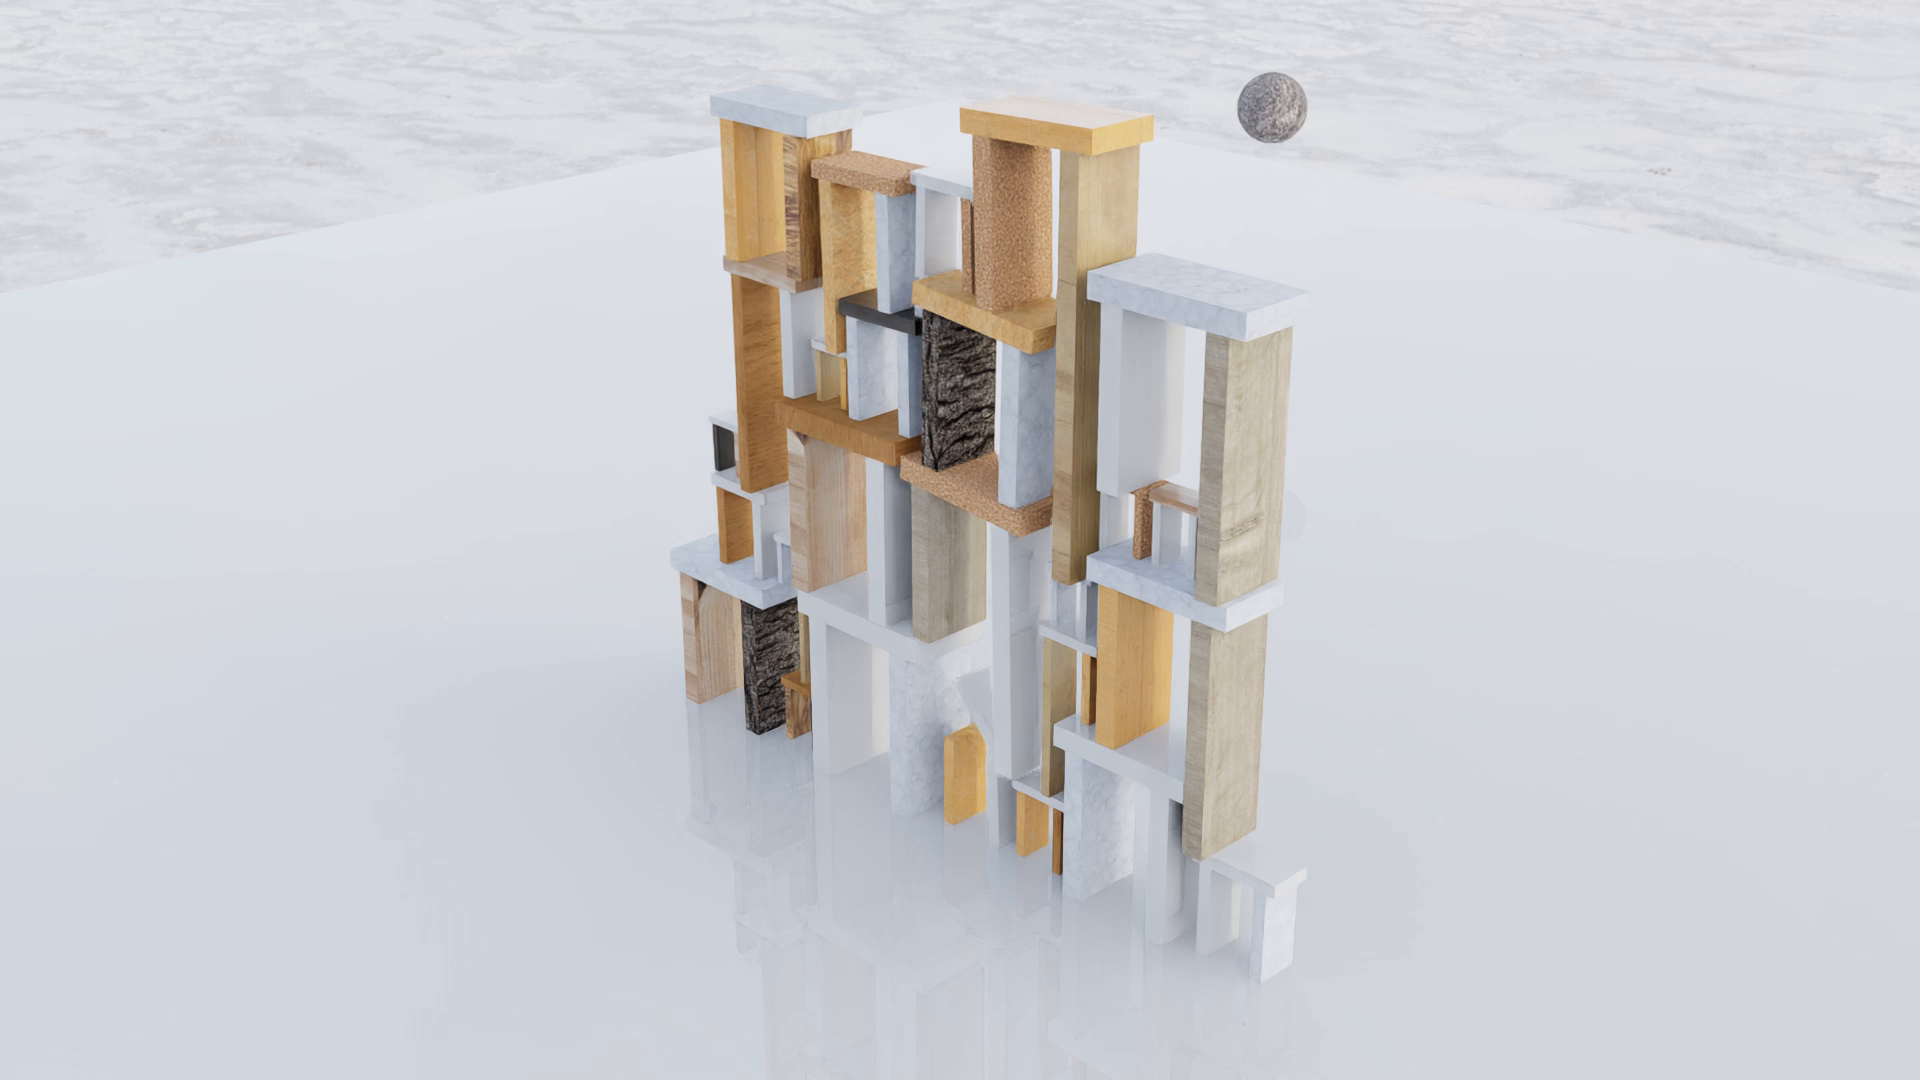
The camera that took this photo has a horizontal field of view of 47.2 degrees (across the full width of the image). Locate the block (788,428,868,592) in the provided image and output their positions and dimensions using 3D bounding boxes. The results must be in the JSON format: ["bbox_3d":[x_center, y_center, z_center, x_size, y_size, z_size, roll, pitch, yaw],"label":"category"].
[{"bbox_3d":[-0.265,-0.082,4.471,0.049,0.346,0.173,21,31,41],"label":"block"}]

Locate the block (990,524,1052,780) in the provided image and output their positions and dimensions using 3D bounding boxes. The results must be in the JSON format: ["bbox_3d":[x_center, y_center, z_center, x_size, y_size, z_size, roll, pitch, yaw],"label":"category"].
[{"bbox_3d":[0.133,0.193,4.154,0.159,0.507,0.045,-21,29,-41],"label":"block"}]

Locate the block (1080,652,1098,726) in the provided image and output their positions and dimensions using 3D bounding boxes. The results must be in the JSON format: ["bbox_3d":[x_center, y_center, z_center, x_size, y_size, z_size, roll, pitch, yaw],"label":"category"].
[{"bbox_3d":[0.255,0.264,4.053,0.020,0.144,0.072,21,31,41],"label":"block"}]

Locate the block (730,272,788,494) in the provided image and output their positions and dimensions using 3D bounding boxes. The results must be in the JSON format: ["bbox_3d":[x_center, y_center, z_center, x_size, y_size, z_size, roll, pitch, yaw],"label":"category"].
[{"bbox_3d":[-0.407,-0.331,4.522,0.112,0.469,0.032,-21,31,-40],"label":"block"}]

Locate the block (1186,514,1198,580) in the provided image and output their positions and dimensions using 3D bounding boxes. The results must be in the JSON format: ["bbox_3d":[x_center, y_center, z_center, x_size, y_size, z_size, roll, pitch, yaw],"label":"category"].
[{"bbox_3d":[0.416,0.005,3.777,0.059,0.119,0.017,-22,31,-41],"label":"block"}]

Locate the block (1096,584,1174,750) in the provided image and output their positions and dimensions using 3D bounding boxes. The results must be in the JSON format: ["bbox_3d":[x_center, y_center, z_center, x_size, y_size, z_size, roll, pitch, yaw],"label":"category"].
[{"bbox_3d":[0.316,0.206,3.970,0.157,0.314,0.044,-21,31,-41],"label":"block"}]

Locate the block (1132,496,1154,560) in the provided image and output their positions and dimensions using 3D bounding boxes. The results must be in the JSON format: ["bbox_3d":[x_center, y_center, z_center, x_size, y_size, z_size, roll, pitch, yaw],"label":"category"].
[{"bbox_3d":[0.330,-0.029,3.859,0.059,0.118,0.017,-21,31,-41],"label":"block"}]

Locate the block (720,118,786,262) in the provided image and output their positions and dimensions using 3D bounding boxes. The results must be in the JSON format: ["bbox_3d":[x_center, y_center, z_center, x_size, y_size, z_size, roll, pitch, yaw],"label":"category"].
[{"bbox_3d":[-0.403,-0.705,4.360,0.040,0.283,0.141,21,31,40],"label":"block"}]

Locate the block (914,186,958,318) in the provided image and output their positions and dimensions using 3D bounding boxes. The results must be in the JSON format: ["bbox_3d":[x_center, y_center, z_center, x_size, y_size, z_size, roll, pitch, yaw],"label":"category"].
[{"bbox_3d":[-0.044,-0.537,4.052,0.024,0.246,0.084,23,32,40],"label":"block"}]

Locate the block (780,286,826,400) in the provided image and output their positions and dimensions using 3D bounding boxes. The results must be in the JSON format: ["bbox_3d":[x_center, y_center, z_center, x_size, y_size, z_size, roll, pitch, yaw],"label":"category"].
[{"bbox_3d":[-0.303,-0.402,4.376,0.032,0.223,0.112,21,31,41],"label":"block"}]

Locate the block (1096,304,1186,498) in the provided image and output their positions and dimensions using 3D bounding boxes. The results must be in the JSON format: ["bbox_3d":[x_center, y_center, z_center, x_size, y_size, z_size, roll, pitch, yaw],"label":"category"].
[{"bbox_3d":[0.312,-0.258,3.772,0.168,0.337,0.048,-21,31,-41],"label":"block"}]

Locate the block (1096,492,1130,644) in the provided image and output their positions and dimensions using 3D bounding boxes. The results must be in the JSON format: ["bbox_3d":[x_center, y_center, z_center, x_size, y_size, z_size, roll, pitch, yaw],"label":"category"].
[{"bbox_3d":[0.275,0.039,3.947,0.059,0.312,0.017,-22,31,-40],"label":"block"}]

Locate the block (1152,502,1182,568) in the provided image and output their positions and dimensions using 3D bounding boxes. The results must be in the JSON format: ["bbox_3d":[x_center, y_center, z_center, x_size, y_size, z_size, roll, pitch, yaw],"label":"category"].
[{"bbox_3d":[0.360,-0.017,3.828,0.017,0.119,0.059,21,31,41],"label":"block"}]

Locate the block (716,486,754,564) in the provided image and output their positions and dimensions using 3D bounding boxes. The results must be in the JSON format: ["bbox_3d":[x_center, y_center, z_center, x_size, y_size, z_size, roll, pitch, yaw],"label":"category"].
[{"bbox_3d":[-0.478,-0.043,4.730,0.088,0.175,0.025,-22,31,-40],"label":"block"}]

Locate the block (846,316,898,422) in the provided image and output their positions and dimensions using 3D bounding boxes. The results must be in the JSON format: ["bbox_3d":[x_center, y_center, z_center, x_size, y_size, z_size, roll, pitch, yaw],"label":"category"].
[{"bbox_3d":[-0.170,-0.343,4.254,0.029,0.207,0.104,21,31,41],"label":"block"}]

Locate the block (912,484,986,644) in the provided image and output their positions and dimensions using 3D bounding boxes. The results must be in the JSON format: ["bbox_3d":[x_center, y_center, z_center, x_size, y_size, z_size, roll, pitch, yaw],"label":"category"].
[{"bbox_3d":[-0.020,0.027,4.252,0.045,0.318,0.159,21,31,41],"label":"block"}]

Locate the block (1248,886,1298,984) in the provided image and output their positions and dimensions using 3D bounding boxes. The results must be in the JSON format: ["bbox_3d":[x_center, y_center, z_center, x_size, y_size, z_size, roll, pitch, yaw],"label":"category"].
[{"bbox_3d":[0.557,0.687,3.905,0.026,0.184,0.092,21,31,41],"label":"block"}]

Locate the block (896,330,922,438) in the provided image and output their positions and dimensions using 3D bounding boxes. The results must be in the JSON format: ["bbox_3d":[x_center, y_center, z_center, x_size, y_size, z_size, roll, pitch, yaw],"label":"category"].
[{"bbox_3d":[-0.071,-0.306,4.165,0.029,0.207,0.104,21,31,41],"label":"block"}]

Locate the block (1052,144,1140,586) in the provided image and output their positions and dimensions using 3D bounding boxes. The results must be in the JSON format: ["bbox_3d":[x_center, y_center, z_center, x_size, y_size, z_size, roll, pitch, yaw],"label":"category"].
[{"bbox_3d":[0.235,-0.303,3.837,0.043,0.782,0.153,22,31,40],"label":"block"}]

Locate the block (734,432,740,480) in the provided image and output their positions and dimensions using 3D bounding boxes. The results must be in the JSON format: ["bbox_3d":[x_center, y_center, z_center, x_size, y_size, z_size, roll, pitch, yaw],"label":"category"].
[{"bbox_3d":[-0.450,-0.184,4.638,0.053,0.105,0.015,-22,31,-40],"label":"block"}]

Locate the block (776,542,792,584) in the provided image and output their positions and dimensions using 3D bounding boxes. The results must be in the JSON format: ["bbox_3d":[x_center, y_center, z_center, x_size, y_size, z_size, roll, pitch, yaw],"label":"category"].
[{"bbox_3d":[-0.362,0.041,4.635,0.014,0.095,0.048,21,31,41],"label":"block"}]

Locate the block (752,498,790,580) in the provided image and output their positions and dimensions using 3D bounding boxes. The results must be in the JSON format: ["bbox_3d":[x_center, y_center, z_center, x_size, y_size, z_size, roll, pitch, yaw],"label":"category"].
[{"bbox_3d":[-0.395,-0.010,4.654,0.025,0.175,0.088,22,31,40],"label":"block"}]

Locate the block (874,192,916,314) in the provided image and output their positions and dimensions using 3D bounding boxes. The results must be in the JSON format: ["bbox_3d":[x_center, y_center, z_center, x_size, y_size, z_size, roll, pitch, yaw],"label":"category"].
[{"bbox_3d":[-0.104,-0.545,4.099,0.032,0.226,0.113,20,31,40],"label":"block"}]

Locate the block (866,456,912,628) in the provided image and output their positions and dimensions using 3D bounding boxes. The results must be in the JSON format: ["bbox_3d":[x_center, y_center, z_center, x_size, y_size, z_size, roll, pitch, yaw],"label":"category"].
[{"bbox_3d":[-0.103,-0.018,4.322,0.049,0.346,0.173,21,31,40],"label":"block"}]

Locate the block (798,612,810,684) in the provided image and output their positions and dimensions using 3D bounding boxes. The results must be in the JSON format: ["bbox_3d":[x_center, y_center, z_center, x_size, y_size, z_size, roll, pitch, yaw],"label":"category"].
[{"bbox_3d":[-0.317,0.156,4.636,0.014,0.309,0.048,21,31,41],"label":"block"}]

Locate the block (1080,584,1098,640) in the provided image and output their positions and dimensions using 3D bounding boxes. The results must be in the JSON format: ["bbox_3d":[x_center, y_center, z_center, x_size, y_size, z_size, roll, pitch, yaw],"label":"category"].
[{"bbox_3d":[0.242,0.122,4.013,0.015,0.108,0.054,21,31,40],"label":"block"}]

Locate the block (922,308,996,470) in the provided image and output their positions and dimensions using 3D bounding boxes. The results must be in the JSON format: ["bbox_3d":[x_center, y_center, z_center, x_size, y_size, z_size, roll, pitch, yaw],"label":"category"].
[{"bbox_3d":[-0.001,-0.295,4.096,0.152,0.303,0.043,-21,32,-40],"label":"block"}]

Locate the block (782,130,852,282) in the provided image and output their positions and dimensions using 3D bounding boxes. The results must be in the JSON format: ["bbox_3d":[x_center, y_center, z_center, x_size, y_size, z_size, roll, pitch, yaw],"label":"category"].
[{"bbox_3d":[-0.271,-0.652,4.236,0.040,0.283,0.141,22,32,40],"label":"block"}]

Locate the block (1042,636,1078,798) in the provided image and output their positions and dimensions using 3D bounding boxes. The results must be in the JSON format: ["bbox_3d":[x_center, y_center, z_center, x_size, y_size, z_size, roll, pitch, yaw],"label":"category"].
[{"bbox_3d":[0.187,0.325,4.152,0.020,0.334,0.072,21,31,41],"label":"block"}]

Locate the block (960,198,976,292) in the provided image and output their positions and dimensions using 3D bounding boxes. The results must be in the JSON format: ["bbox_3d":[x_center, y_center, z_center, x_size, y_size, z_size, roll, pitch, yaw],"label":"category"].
[{"bbox_3d":[0.042,-0.537,3.957,0.084,0.168,0.024,-20,28,-40],"label":"block"}]

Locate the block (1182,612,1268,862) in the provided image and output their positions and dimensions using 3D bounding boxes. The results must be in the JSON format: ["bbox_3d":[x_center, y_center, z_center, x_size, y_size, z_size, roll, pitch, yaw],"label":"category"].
[{"bbox_3d":[0.465,0.330,3.861,0.157,0.457,0.044,-21,31,-41],"label":"block"}]

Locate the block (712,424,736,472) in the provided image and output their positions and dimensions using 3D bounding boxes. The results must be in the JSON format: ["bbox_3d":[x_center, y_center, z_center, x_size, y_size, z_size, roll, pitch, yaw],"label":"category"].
[{"bbox_3d":[-0.500,-0.204,4.684,0.053,0.105,0.015,-21,30,-40],"label":"block"}]

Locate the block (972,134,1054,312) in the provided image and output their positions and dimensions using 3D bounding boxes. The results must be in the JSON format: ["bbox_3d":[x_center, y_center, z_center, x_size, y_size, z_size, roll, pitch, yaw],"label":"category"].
[{"bbox_3d":[0.094,-0.571,3.875,0.153,0.307,0.043,-21,29,-40],"label":"block"}]

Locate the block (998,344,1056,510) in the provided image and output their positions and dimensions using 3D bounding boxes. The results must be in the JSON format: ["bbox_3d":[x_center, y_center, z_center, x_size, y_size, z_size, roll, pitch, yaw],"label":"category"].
[{"bbox_3d":[0.141,-0.222,3.971,0.152,0.303,0.043,-21,32,-40],"label":"block"}]

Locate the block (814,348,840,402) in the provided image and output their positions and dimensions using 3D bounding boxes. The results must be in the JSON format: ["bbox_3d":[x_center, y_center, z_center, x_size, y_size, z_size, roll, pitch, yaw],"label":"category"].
[{"bbox_3d":[-0.261,-0.333,4.359,0.054,0.108,0.015,-22,30,-40],"label":"block"}]

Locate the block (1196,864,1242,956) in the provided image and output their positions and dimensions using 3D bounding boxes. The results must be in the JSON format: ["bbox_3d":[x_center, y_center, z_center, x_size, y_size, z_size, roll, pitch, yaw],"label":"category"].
[{"bbox_3d":[0.470,0.654,3.985,0.092,0.184,0.026,-21,31,-41],"label":"block"}]

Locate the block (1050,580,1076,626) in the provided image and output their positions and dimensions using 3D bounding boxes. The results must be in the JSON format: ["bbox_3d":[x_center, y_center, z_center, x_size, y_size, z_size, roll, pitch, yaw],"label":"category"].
[{"bbox_3d":[0.191,0.102,4.059,0.015,0.108,0.054,22,31,40],"label":"block"}]

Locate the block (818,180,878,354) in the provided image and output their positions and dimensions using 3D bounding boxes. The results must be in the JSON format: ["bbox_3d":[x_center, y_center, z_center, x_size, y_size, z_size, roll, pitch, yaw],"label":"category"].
[{"bbox_3d":[-0.212,-0.533,4.218,0.032,0.339,0.113,20,31,41],"label":"block"}]

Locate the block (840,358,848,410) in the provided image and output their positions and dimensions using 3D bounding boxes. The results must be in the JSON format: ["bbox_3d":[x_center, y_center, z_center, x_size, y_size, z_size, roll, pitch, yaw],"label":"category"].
[{"bbox_3d":[-0.209,-0.313,4.311,0.054,0.108,0.015,-22,32,-40],"label":"block"}]

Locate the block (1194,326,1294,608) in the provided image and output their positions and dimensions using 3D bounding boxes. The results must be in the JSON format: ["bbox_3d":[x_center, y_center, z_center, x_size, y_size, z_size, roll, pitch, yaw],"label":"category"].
[{"bbox_3d":[0.471,-0.134,3.652,0.168,0.471,0.048,-21,31,-41],"label":"block"}]
